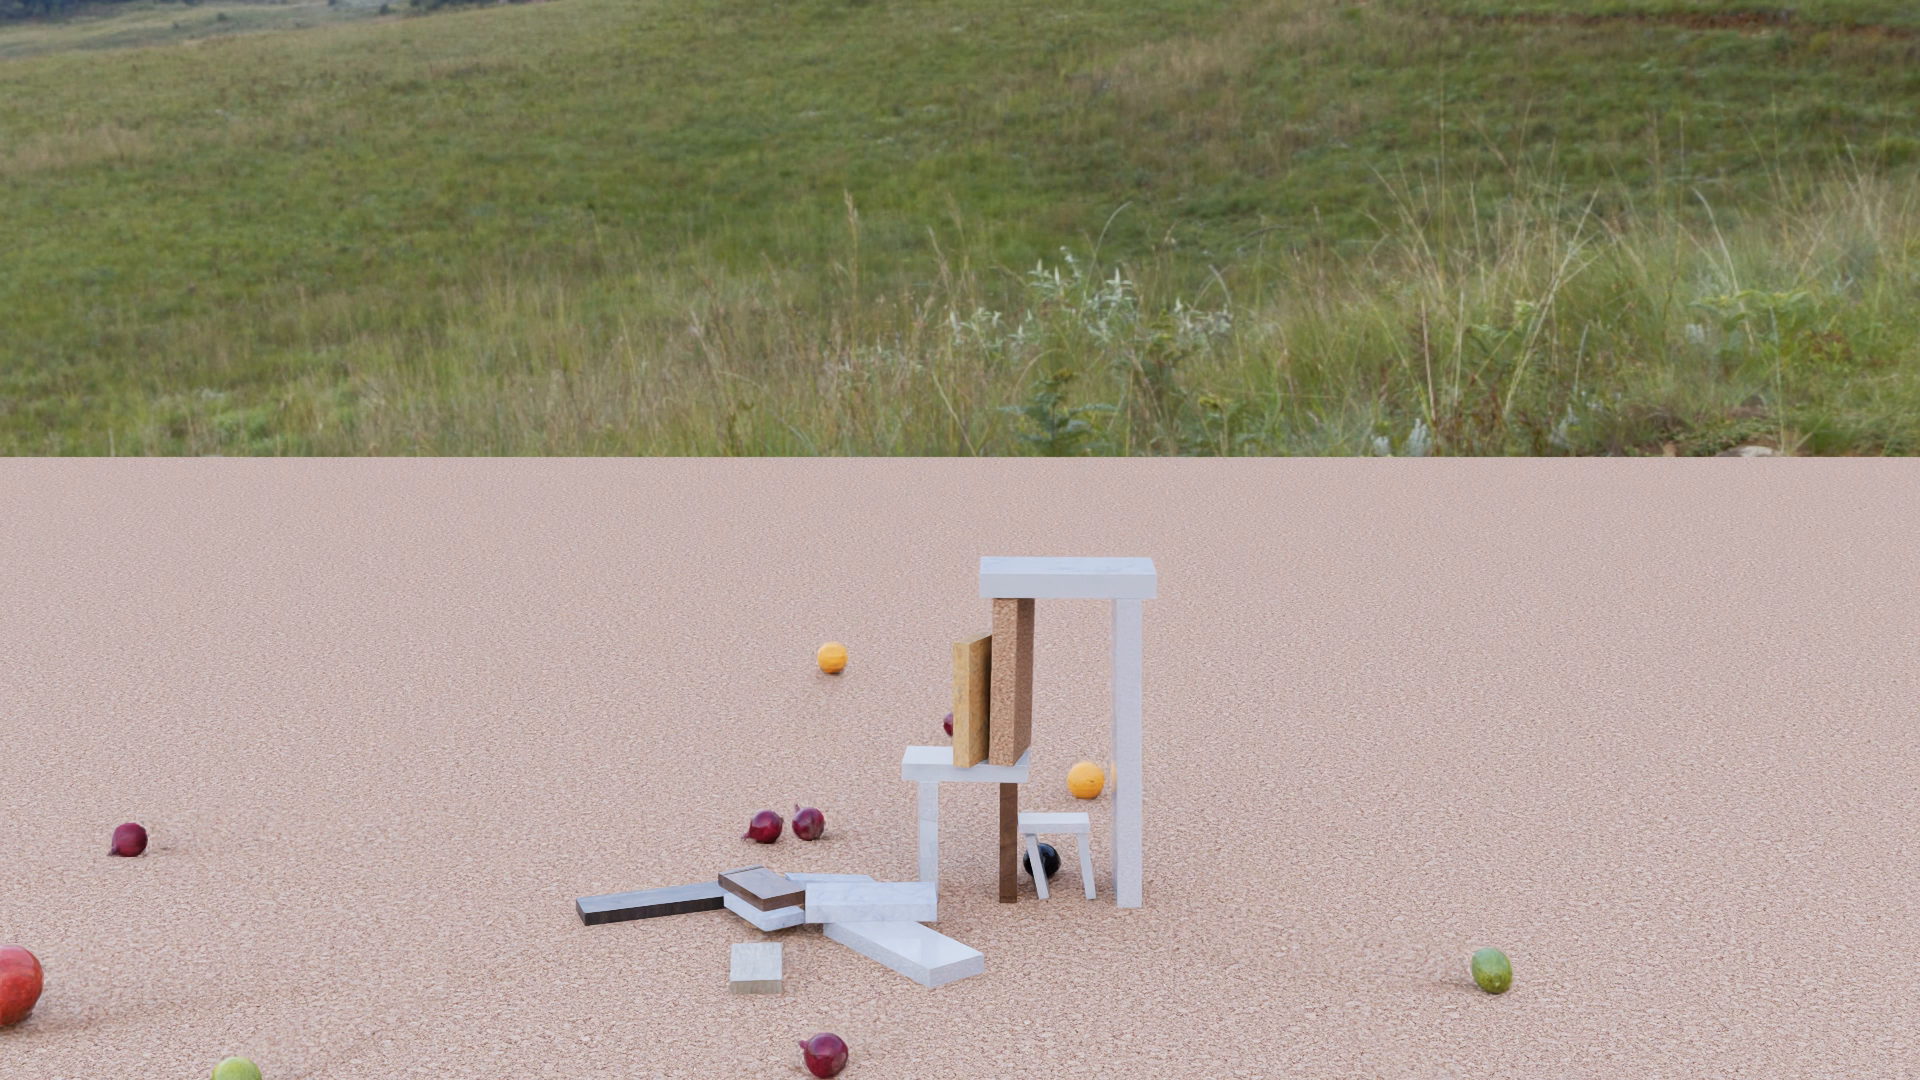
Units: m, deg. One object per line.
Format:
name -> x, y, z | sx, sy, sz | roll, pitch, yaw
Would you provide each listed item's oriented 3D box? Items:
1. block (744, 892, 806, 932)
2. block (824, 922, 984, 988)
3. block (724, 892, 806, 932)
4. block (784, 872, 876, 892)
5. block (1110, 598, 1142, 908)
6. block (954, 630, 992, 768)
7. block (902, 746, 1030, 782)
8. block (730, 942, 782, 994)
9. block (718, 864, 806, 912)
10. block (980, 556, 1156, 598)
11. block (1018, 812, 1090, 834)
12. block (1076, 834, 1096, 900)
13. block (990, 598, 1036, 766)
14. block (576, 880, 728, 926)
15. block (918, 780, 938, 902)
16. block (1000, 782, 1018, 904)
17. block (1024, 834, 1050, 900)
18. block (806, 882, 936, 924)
block -> -0.289, 0.599, 3.567 | 0.071, 0.020, 0.141 | 4, 11, 18
block -> -0.090, 0.625, 3.401 | 0.103, 0.029, 0.280 | -8, 13, -37
block -> -0.313, 0.588, 3.513 | 0.071, 0.020, 0.141 | -7, 13, -33
block -> -0.215, 0.570, 3.651 | 0.141, 0.020, 0.071 | 4, 0, -14
block -> 0.274, 0.335, 3.624 | 0.040, 0.517, 0.141 | -1, 11, 0
block -> 0.026, 0.259, 3.598 | 0.029, 0.206, 0.103 | 6, 12, 28
block -> 0.011, 0.371, 3.639 | 0.206, 0.029, 0.103 | 1, 11, 4
block -> -0.307, 0.645, 3.314 | 0.076, 0.022, 0.152 | -1, 11, -4
block -> -0.321, 0.561, 3.548 | 0.076, 0.022, 0.152 | -7, 13, -33
block -> 0.174, 0.061, 3.575 | 0.282, 0.040, 0.141 | 0, 11, 1
block -> 0.154, 0.468, 3.636 | 0.117, 0.017, 0.059 | 0, 11, 0
block -> 0.209, 0.532, 3.658 | 0.017, 0.117, 0.058 | -9, 10, 2
block -> 0.086, 0.216, 3.618 | 0.040, 0.282, 0.141 | 4, 11, 13
block -> -0.466, 0.591, 3.606 | 0.313, 0.022, 0.076 | -4, 11, -20
block -> -0.054, 0.488, 3.656 | 0.029, 0.206, 0.103 | -1, 11, -3
block -> 0.081, 0.488, 3.655 | 0.029, 0.206, 0.103 | 0, 11, 1
block -> 0.127, 0.532, 3.658 | 0.017, 0.117, 0.059 | -12, 10, 4
block -> -0.142, 0.577, 3.501 | 0.206, 0.029, 0.103 | 0, 11, -3
